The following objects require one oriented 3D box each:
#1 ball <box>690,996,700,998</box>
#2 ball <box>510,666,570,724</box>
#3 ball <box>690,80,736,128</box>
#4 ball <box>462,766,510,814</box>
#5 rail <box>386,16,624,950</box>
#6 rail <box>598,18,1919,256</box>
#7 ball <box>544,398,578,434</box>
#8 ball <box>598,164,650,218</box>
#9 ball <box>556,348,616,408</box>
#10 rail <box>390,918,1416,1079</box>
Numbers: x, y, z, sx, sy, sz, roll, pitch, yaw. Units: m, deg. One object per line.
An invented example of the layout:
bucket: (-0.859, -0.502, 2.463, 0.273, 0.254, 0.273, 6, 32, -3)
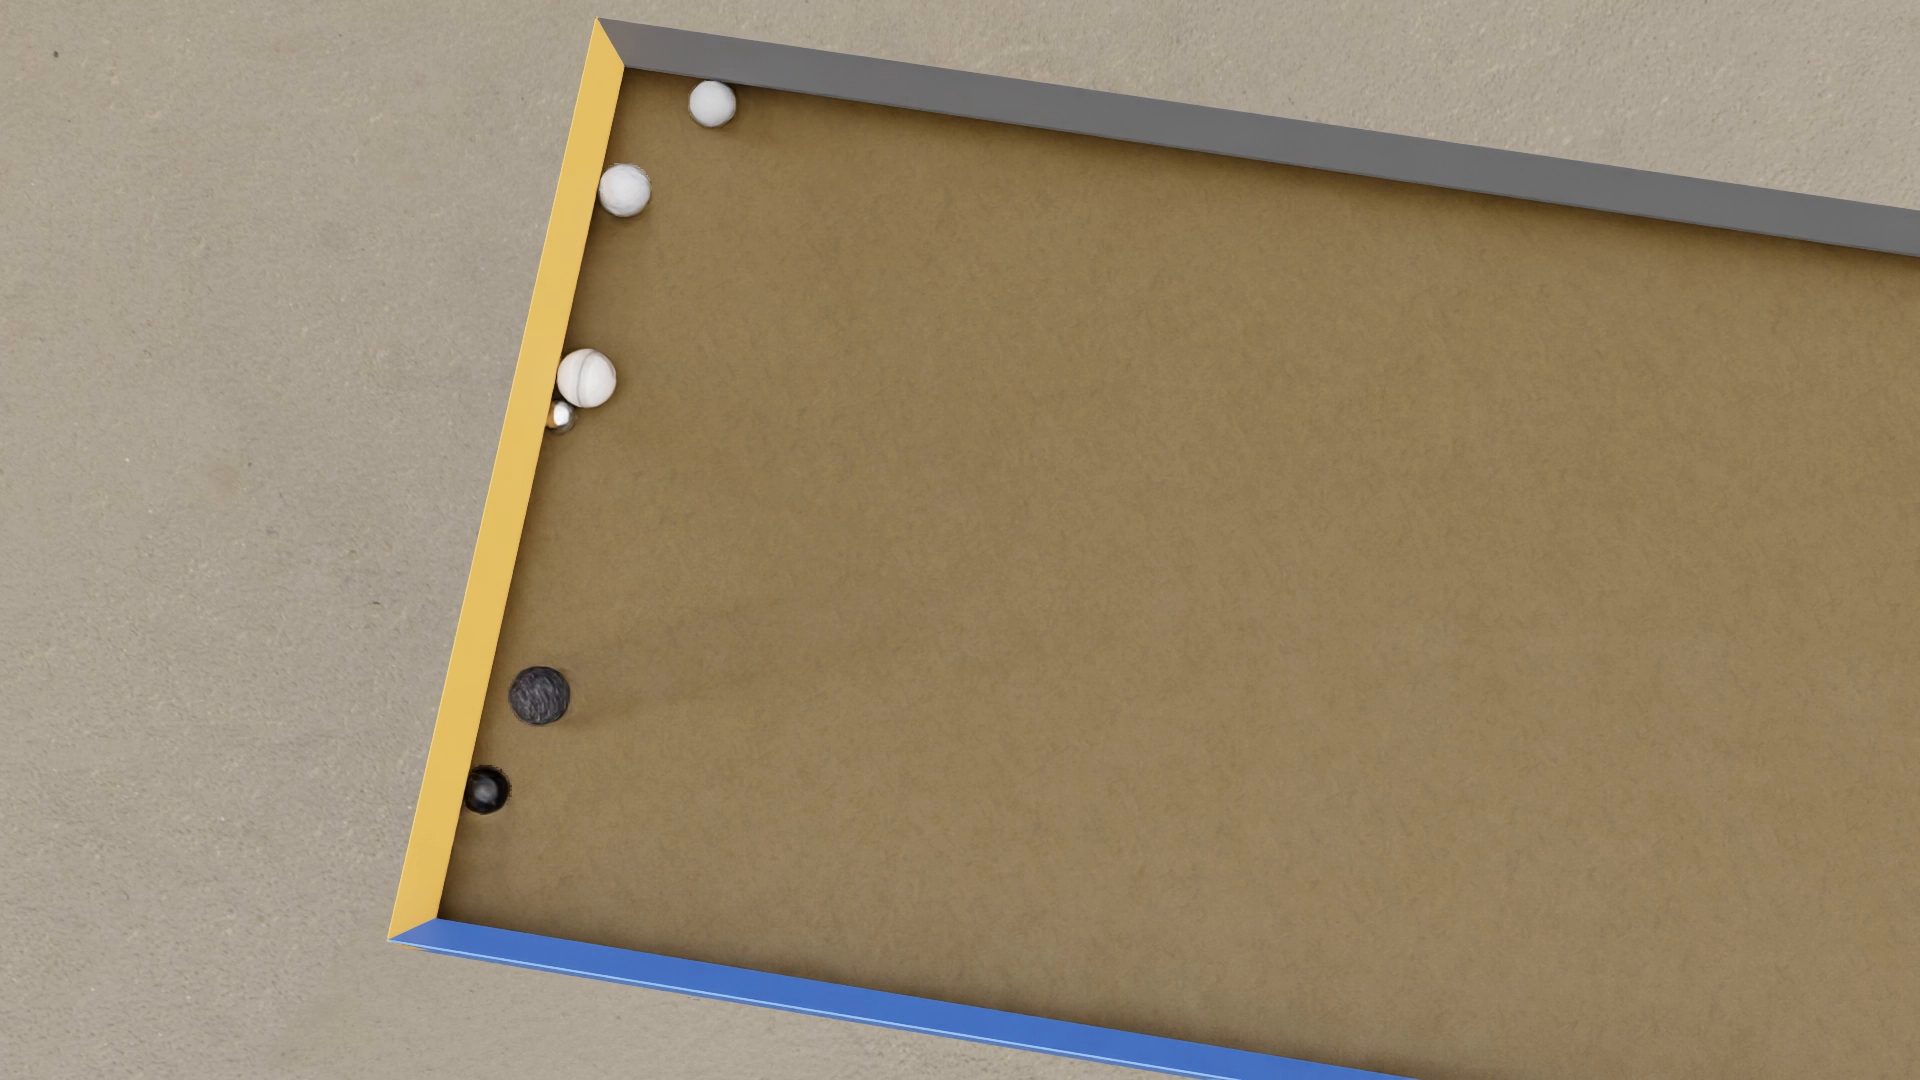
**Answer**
ball: (-1.506, 2.552, 12.496, 0.100, 0.100, 0.100, 0, 75, 0)
ball: (-0.626, 0.232, 3.279, 0.088, 0.088, 0.088, 0, 75, 0)
ball: (-0.398, -0.703, 3.540, 0.076, 0.076, 0.076, 0, 75, 0)
ball: (-0.702, 0.371, 3.251, 0.070, 0.070, 0.070, 0, 75, 0)
rail: (-0.669, -0.111, 3.350, 0.045, 0.130, 1.463, 9, 75, 2)
rail: (0.805, -0.574, 3.476, 2.807, 0.130, 0.045, 9, 75, 2)
ball: (-0.622, -0.192, 3.412, 0.055, 0.055, 0.055, 0, 75, 0)
ball: (-0.534, -0.555, 3.496, 0.083, 0.083, 0.083, 0, 75, 0)
ball: (-0.579, -0.251, 3.409, 0.092, 0.092, 0.092, 0, 75, 0)
rail: (0.580, 0.775, 3.109, 2.807, 0.130, 0.045, 9, 75, 2)
